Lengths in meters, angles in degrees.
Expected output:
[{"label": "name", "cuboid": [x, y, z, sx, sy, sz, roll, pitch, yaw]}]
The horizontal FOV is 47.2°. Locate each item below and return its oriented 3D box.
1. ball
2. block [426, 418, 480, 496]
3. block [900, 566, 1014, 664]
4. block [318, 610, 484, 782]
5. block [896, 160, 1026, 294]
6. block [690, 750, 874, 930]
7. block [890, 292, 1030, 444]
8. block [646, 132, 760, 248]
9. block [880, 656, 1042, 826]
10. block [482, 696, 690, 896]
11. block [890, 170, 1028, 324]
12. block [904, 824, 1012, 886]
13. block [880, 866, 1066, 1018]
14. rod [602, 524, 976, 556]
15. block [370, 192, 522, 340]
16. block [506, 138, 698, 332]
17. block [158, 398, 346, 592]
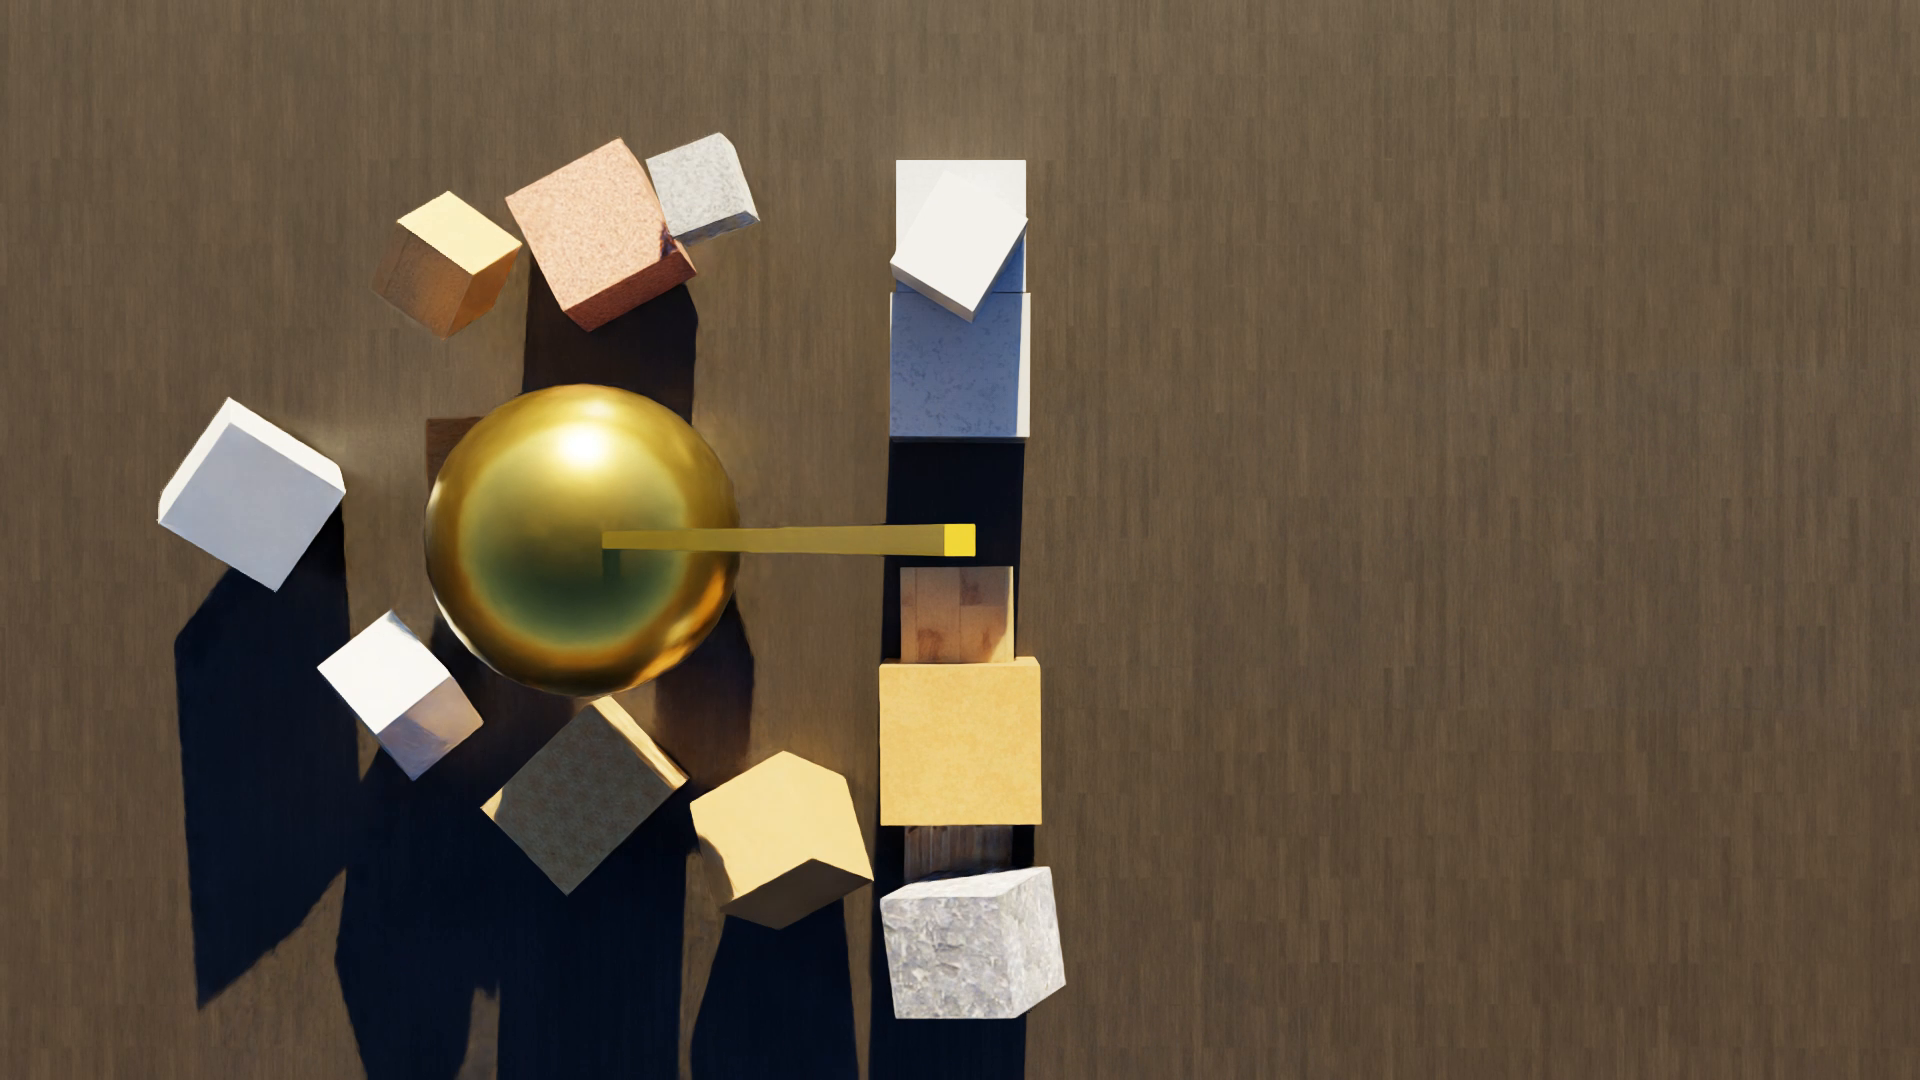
[{"label": "ball", "cuboid": [-1.917, 0.000, 11.216, 1.600, 1.600, 1.600, 0, 90, 0]}, {"label": "block", "cuboid": [-2.623, -0.346, 12.673, 0.739, 0.654, 0.689, -2, 90, 0]}, {"label": "block", "cuboid": [-0.017, 0.423, 12.691, 0.634, 0.618, 0.543, 0, 90, 0]}, {"label": "block", "cuboid": [-3.183, 0.887, 12.540, 0.518, 0.554, 0.634, -40, 58, -16]}, {"label": "block", "cuboid": [0.006, -1.740, 12.597, 0.716, 0.807, 0.729, 0, 90, 0]}, {"label": "block", "cuboid": [-1.013, 1.711, 12.472, 0.677, 0.620, 0.672, -30, 58, 19]}, {"label": "block", "cuboid": [-0.001, -0.971, 12.589, 0.773, 0.823, 0.794, 0, 90, 0]}, {"label": "block", "cuboid": [-1.402, -1.907, 12.016, 0.431, 0.369, 0.446, -19, 87, 5]}, {"label": "block", "cuboid": [0.002, 1.128, 12.530, 0.881, 0.940, 0.867, 0, 90, 0]}, {"label": "block", "cuboid": [-2.135, 1.451, 12.633, 0.831, 0.730, 0.687, -44, 90, 0]}, {"label": "block", "cuboid": [-0.005, -1.579, 11.915, 0.512, 0.535, 0.572, 31, 89, 1]}, {"label": "block", "cuboid": [-0.007, 1.836, 12.740, 0.612, 0.520, 0.538, 0, 90, 0]}, {"label": "block", "cuboid": [0.074, 2.198, 12.027, 0.721, 0.656, 0.658, -6, 93, 28]}, {"label": "rod", "cuboid": [-0.831, 0.000, 7.994, 0.080, 5.200, 0.080, 0, 90, -19]}, {"label": "block", "cuboid": [-2.798, -1.495, 11.975, 0.500, 0.505, 0.471, 35, 124, 2]}, {"label": "block", "cuboid": [-2.051, -1.742, 12.647, 0.733, 0.632, 0.734, -28, 84, 0]}, {"label": "block", "cuboid": [-4.028, -0.264, 12.516, 0.735, 0.727, 0.684, 35, 91, -23]}]
